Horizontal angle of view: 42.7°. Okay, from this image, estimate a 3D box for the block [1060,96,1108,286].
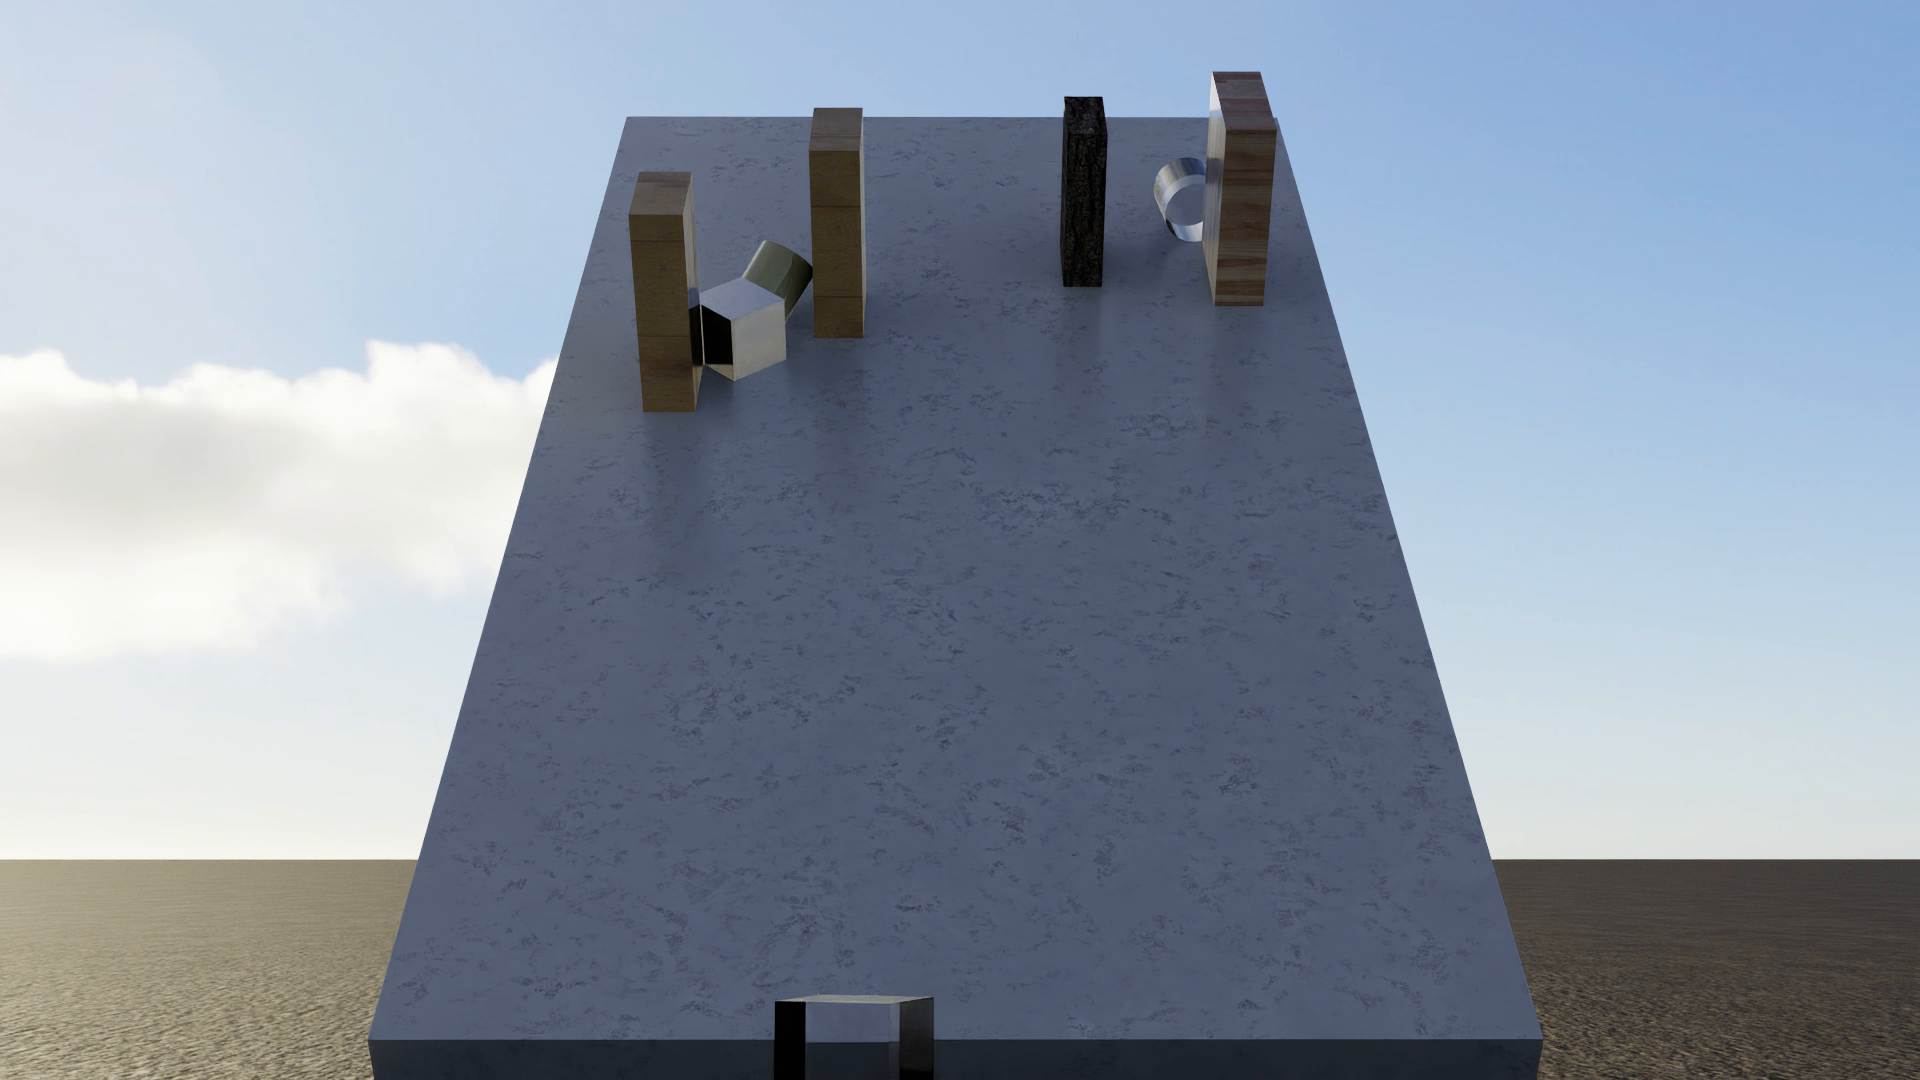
[{"bbox_3d":[0.329,-0.931,6.558,0.103,0.438,0.254,0,33,0],"label":"block"}]

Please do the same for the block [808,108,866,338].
[{"bbox_3d":[-0.311,-0.812,6.292,0.125,0.520,0.273,0,33,0],"label":"block"}]

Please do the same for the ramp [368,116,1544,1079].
[{"bbox_3d":[-0.015,-0.184,5.885,2.000,0.100,4.000,0,33,0],"label":"ramp"}]

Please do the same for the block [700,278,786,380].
[{"bbox_3d":[-0.559,-0.532,6.177,0.170,0.170,0.170,-27,41,-35],"label":"block"}]

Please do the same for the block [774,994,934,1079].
[{"bbox_3d":[-0.154,0.763,3.596,0.179,0.179,0.179,-3,-8,20],"label":"block"}]

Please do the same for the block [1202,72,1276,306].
[{"bbox_3d":[0.736,-0.933,6.509,0.129,0.498,0.393,0,33,0],"label":"block"}]

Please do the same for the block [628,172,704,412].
[{"bbox_3d":[-0.709,-0.600,5.950,0.126,0.527,0.243,0,33,0],"label":"block"}]

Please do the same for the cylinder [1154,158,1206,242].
[{"bbox_3d":[0.641,-0.949,6.832,0.176,0.176,0.176,1,32,-9],"label":"cylinder"}]

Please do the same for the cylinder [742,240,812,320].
[{"bbox_3d":[-0.481,-0.663,6.334,0.158,0.158,0.158,28,-11,6],"label":"cylinder"}]
